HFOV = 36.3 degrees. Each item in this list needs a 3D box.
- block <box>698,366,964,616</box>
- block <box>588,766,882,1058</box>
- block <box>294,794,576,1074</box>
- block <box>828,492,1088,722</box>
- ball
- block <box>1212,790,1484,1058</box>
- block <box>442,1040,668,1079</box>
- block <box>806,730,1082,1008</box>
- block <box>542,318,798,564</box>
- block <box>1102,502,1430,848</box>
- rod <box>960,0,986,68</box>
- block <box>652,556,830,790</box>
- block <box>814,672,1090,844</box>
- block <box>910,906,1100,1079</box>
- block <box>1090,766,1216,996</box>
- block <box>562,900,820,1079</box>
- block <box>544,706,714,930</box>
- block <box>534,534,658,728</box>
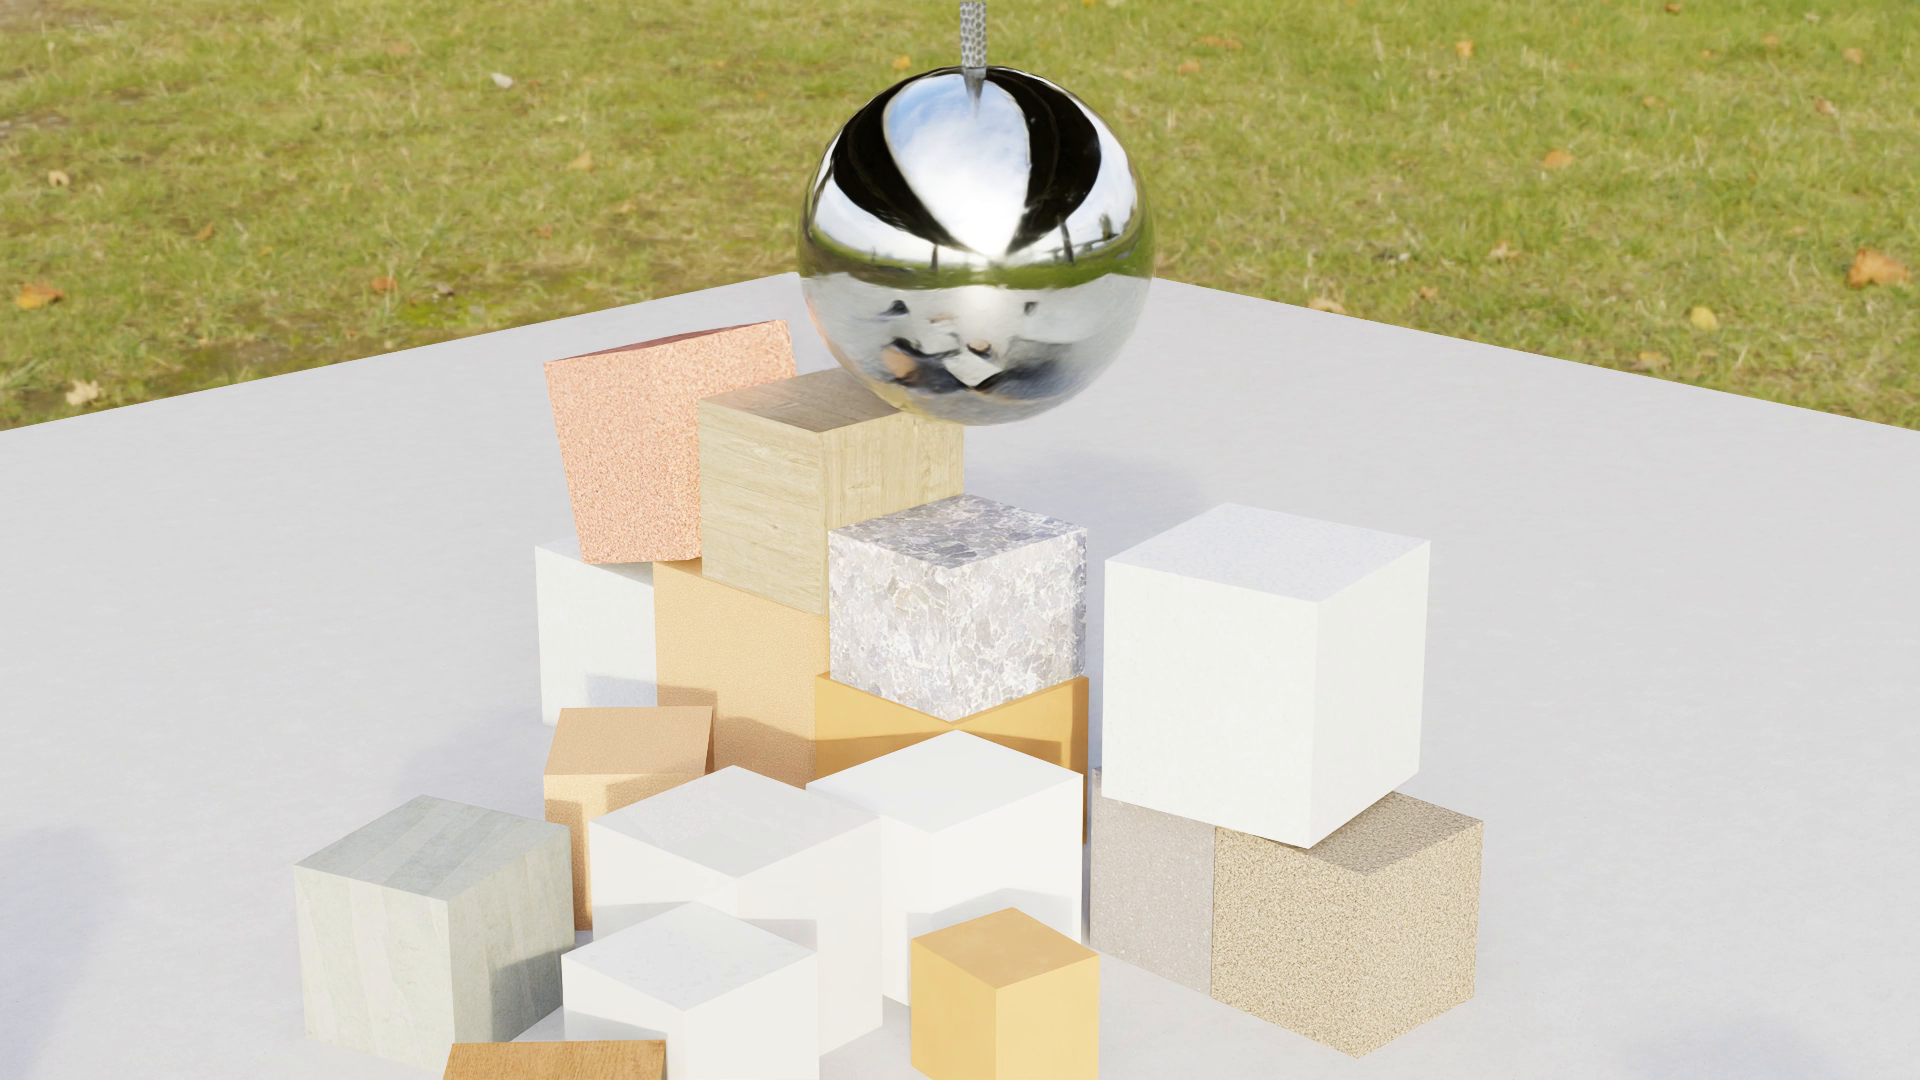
[{"bbox_3d":[-0.607,-0.251,13.897,0.921,0.872,0.841,-17,24,-42],"label":"block"},{"bbox_3d":[-0.900,1.555,11.861,0.847,0.920,0.802,15,23,39],"label":"block"},{"bbox_3d":[-2.130,1.600,11.983,0.756,0.763,0.829,9,20,26],"label":"block"},{"bbox_3d":[-0.009,0.291,13.469,0.878,0.711,0.789,-17,24,-42],"label":"block"},{"bbox_3d":[0.070,-1.303,13.005,1.600,1.600,1.600,0,17,0],"label":"ball"},{"bbox_3d":[1.599,1.534,12.140,0.786,0.794,0.770,-17,24,-42],"label":"block"},{"bbox_3d":[-1.413,2.216,10.187,0.756,0.664,0.755,-1,17,-2],"label":"block"},{"bbox_3d":[-0.063,1.402,12.522,0.757,0.817,0.899,17,24,42],"label":"block"},{"bbox_3d":[-1.372,-0.485,14.572,0.853,1.027,0.914,-16,9,-39],"label":"block"},{"bbox_3d":[1.268,0.533,12.162,0.968,1.031,0.989,12,21,33],"label":"block"},{"bbox_3d":[0.030,-4.534,11.949,0.080,5.200,0.080,17,25,42],"label":"rod"},{"bbox_3d":[-0.747,0.660,14.348,0.993,1.138,1.107,-17,24,-42],"label":"block"},{"bbox_3d":[-0.038,1.028,13.694,0.879,0.828,0.916,-17,24,-42],"label":"block"},{"bbox_3d":[0.174,1.852,11.528,0.506,0.554,0.554,-13,21,-35],"label":"block"},{"bbox_3d":[1.092,1.356,12.646,0.682,0.830,0.816,17,24,42],"label":"block"},{"bbox_3d":[-1.007,1.902,11.030,0.682,0.757,0.664,16,23,41],"label":"block"},{"bbox_3d":[-1.467,1.240,13.173,0.693,0.736,0.824,-1,17,-2],"label":"block"},{"bbox_3d":[-1.515,0.513,15.089,0.845,0.974,1.021,-17,24,-42],"label":"block"}]
